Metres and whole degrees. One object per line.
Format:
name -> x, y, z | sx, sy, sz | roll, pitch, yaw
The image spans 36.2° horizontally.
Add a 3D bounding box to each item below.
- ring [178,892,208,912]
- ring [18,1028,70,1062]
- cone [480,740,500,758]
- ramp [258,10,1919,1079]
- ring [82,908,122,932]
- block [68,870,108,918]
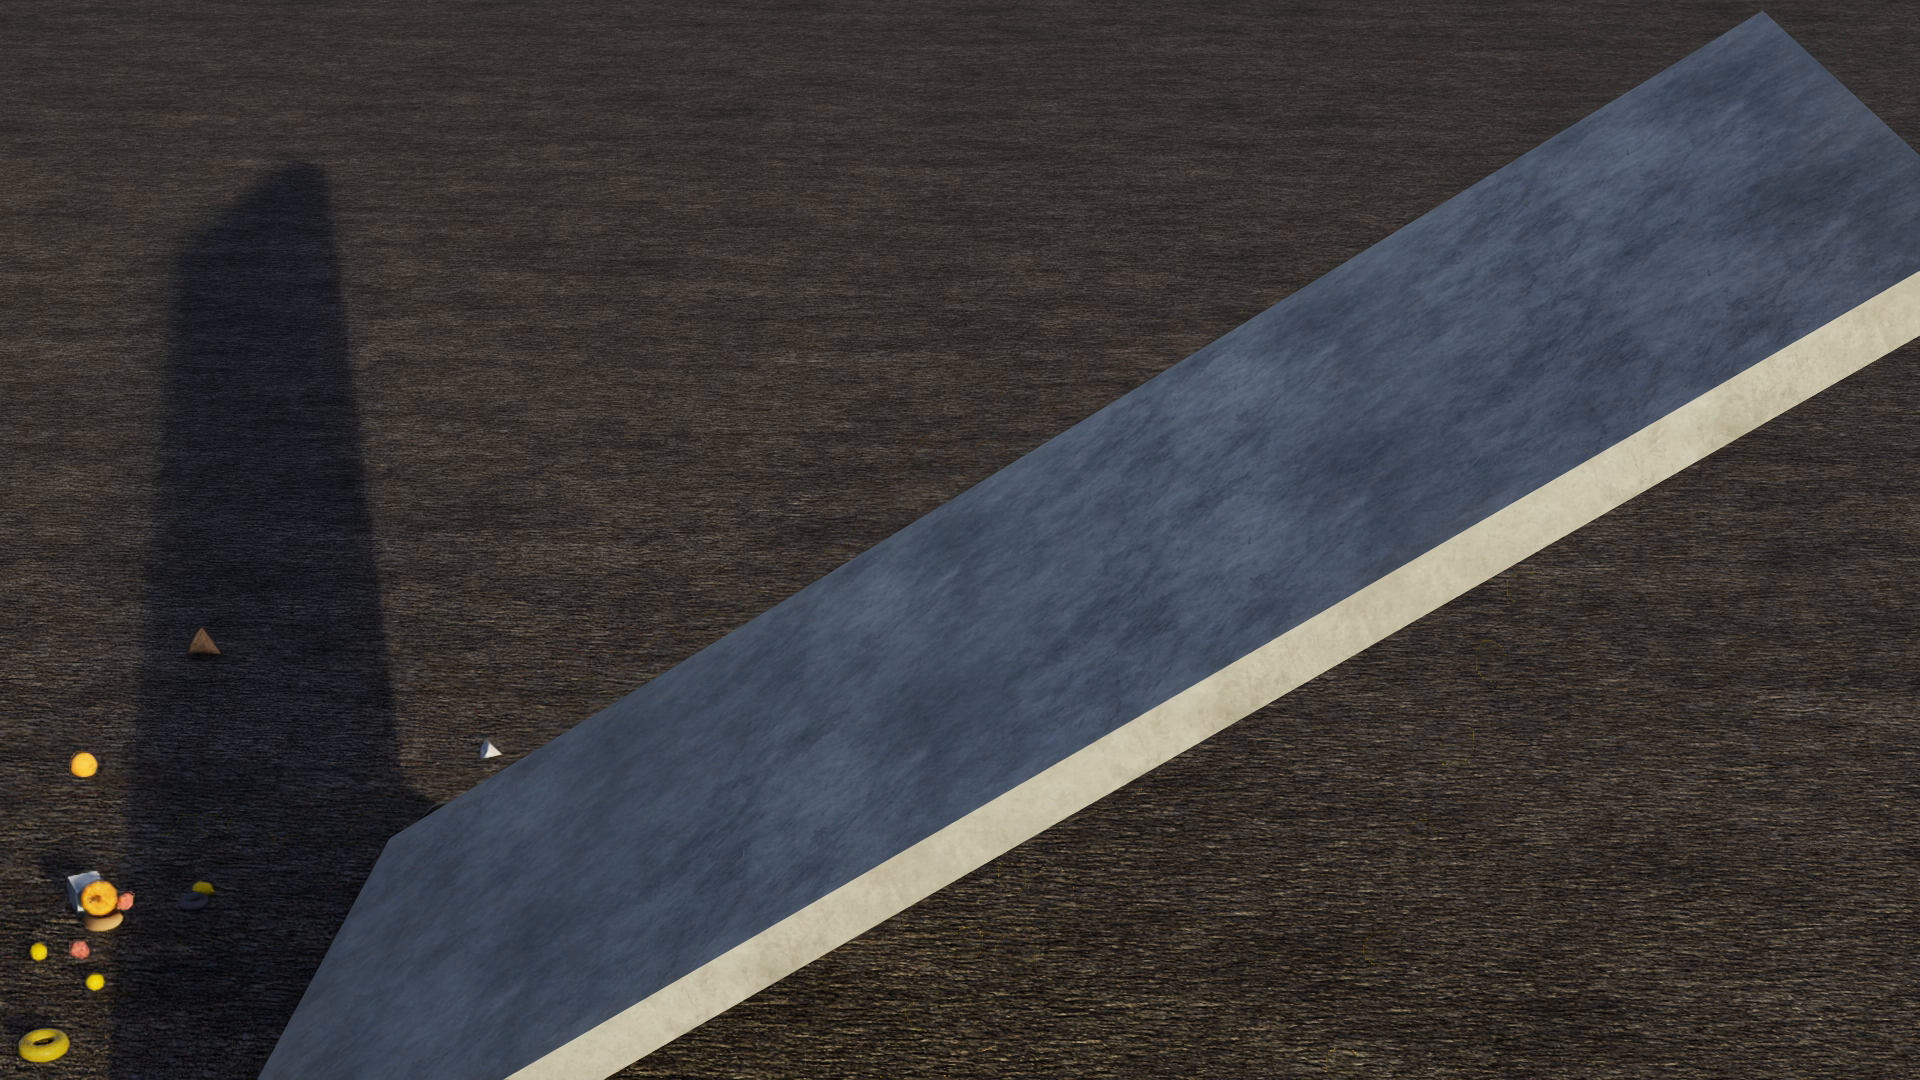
ring -> -1.959, 0.924, 7.515 | 0.078, 0.026, 0.078 | 1, 20, 0
ring -> -2.128, 1.173, 6.827 | 0.117, 0.039, 0.117 | 1, 21, 0
cone -> -1.330, 0.603, 8.381 | 0.055, 0.055, 0.055 | 20, 10, -29
ramp -> 0.139, 0.171, 6.296 | 4.000, 0.100, 2.000 | -31, 15, 14
ring -> -2.161, 0.957, 7.415 | 0.098, 0.033, 0.098 | -1, 16, 0
block -> -2.222, 0.901, 7.491 | 0.075, 0.075, 0.075 | -12, 32, -30
